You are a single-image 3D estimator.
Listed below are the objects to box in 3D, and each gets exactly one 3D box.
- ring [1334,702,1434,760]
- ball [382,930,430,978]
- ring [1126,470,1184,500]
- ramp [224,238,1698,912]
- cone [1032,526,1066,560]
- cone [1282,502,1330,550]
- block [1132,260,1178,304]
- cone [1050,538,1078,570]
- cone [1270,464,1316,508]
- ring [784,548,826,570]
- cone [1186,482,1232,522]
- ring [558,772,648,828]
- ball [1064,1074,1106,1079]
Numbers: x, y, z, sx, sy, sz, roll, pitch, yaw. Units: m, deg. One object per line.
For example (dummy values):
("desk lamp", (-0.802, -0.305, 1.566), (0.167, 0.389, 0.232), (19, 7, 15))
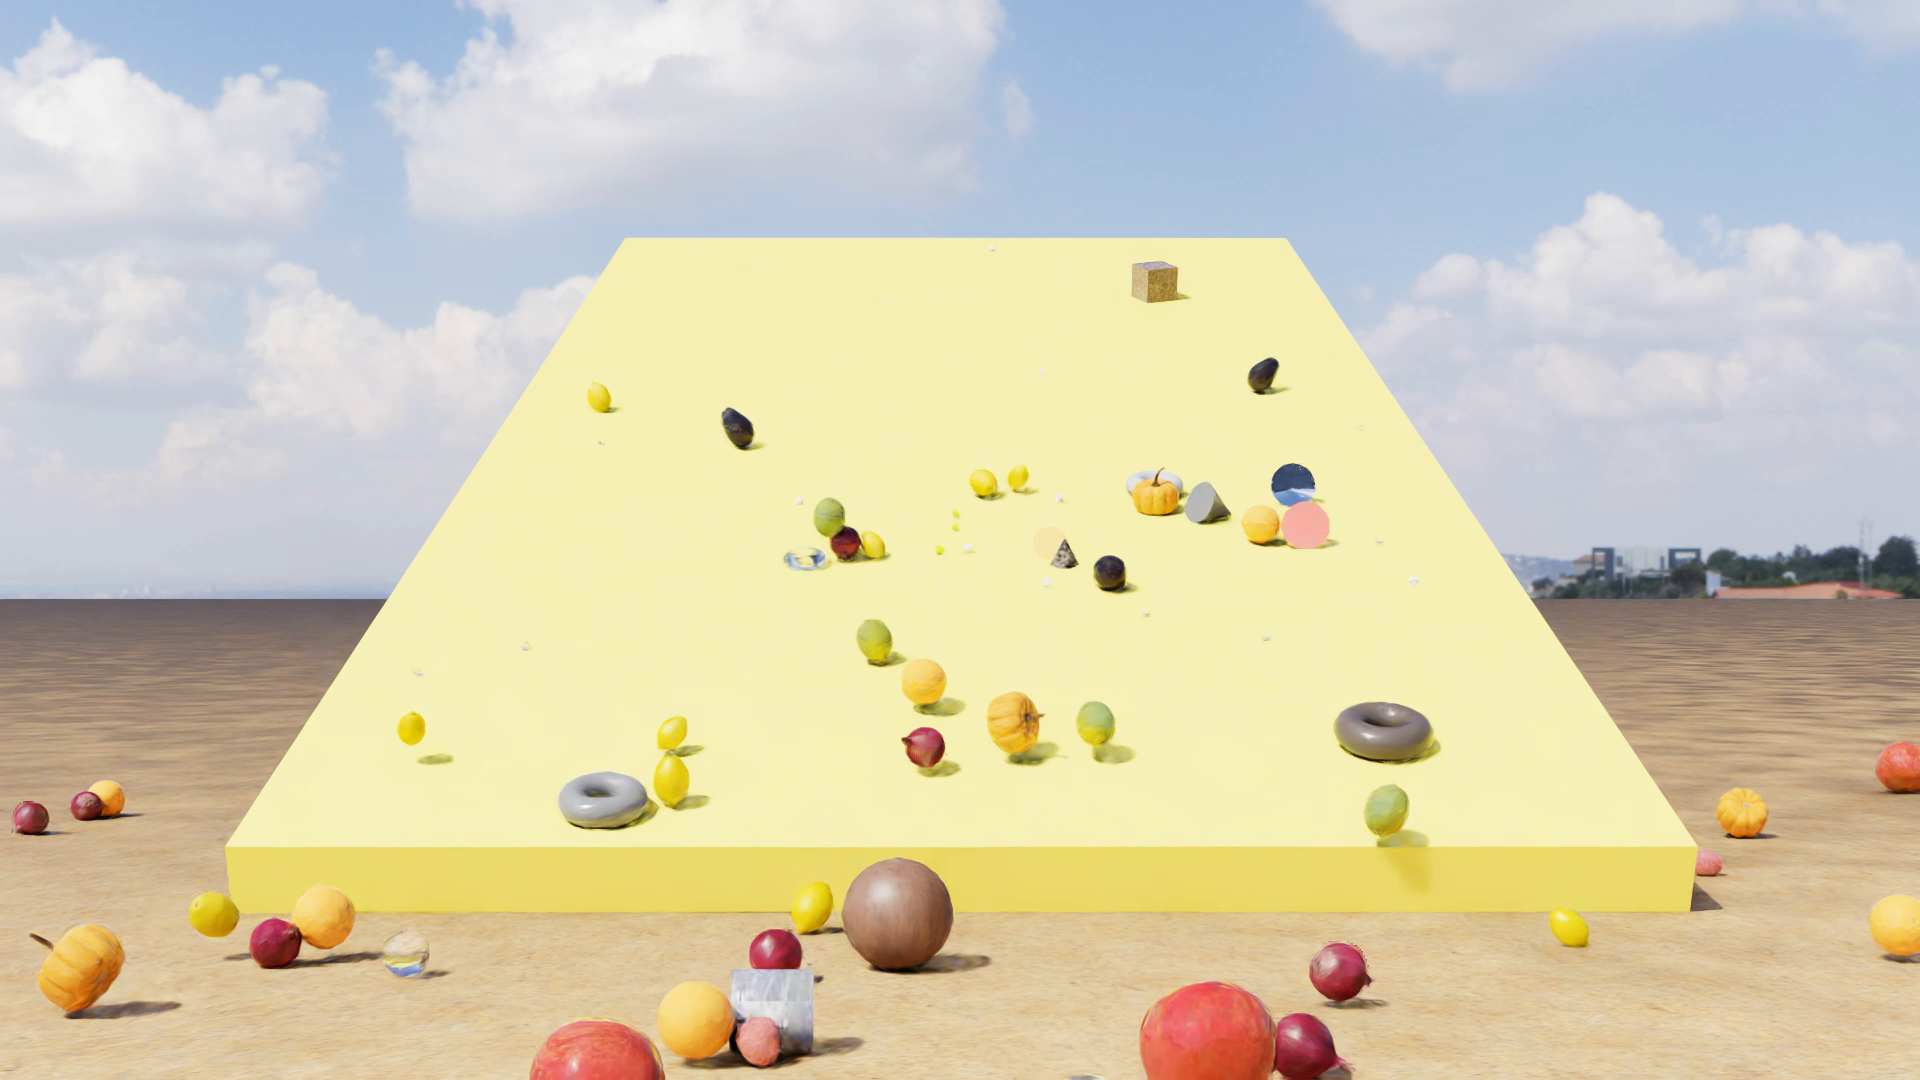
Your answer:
("ring", (0.632, 0.285, 3.370), (0.148, 0.049, 0.148), (1, 19, 0))
("ball", (-0.631, 0.472, 2.575), (0.053, 0.053, 0.053), (0, -1, 0))
("ring", (0.388, -0.109, 4.501), (0.115, 0.038, 0.115), (0, 18, 0))
("ramp", (-0.005, -0.202, 4.969), (2.000, 0.100, 4.000), (0, 19, 0))
("cone", (0.169, 0.010, 4.178), (0.063, 0.063, 0.063), (0, -7, 7))
("cone", (0.641, -0.021, 4.246), (0.091, 0.091, 0.091), (0, -7, -4))
("block", (0.524, -0.695, 6.084), (0.091, 0.091, 0.091), (-8, 21, -23))
("cone", (0.191, 0.020, 4.113), (0.053, 0.053, 0.053), (0, 19, 0))
("cone", (0.654, -0.102, 4.479), (0.088, 0.088, 0.088), (0, -7, -1))
("ring", (-0.283, 0.034, 4.109), (0.078, 0.026, 0.078), (-1, 19, 0))
("cone", (0.495, -0.060, 4.363), (0.083, 0.083, 0.083), (20, -12, -31))
("ring", (-0.499, 0.363, 3.155), (0.126, 0.042, 0.126), (1, 20, 0))
("ball", (0.097, 0.442, 1.733), (0.065, 0.065, 0.065), (0, -1, 0))
